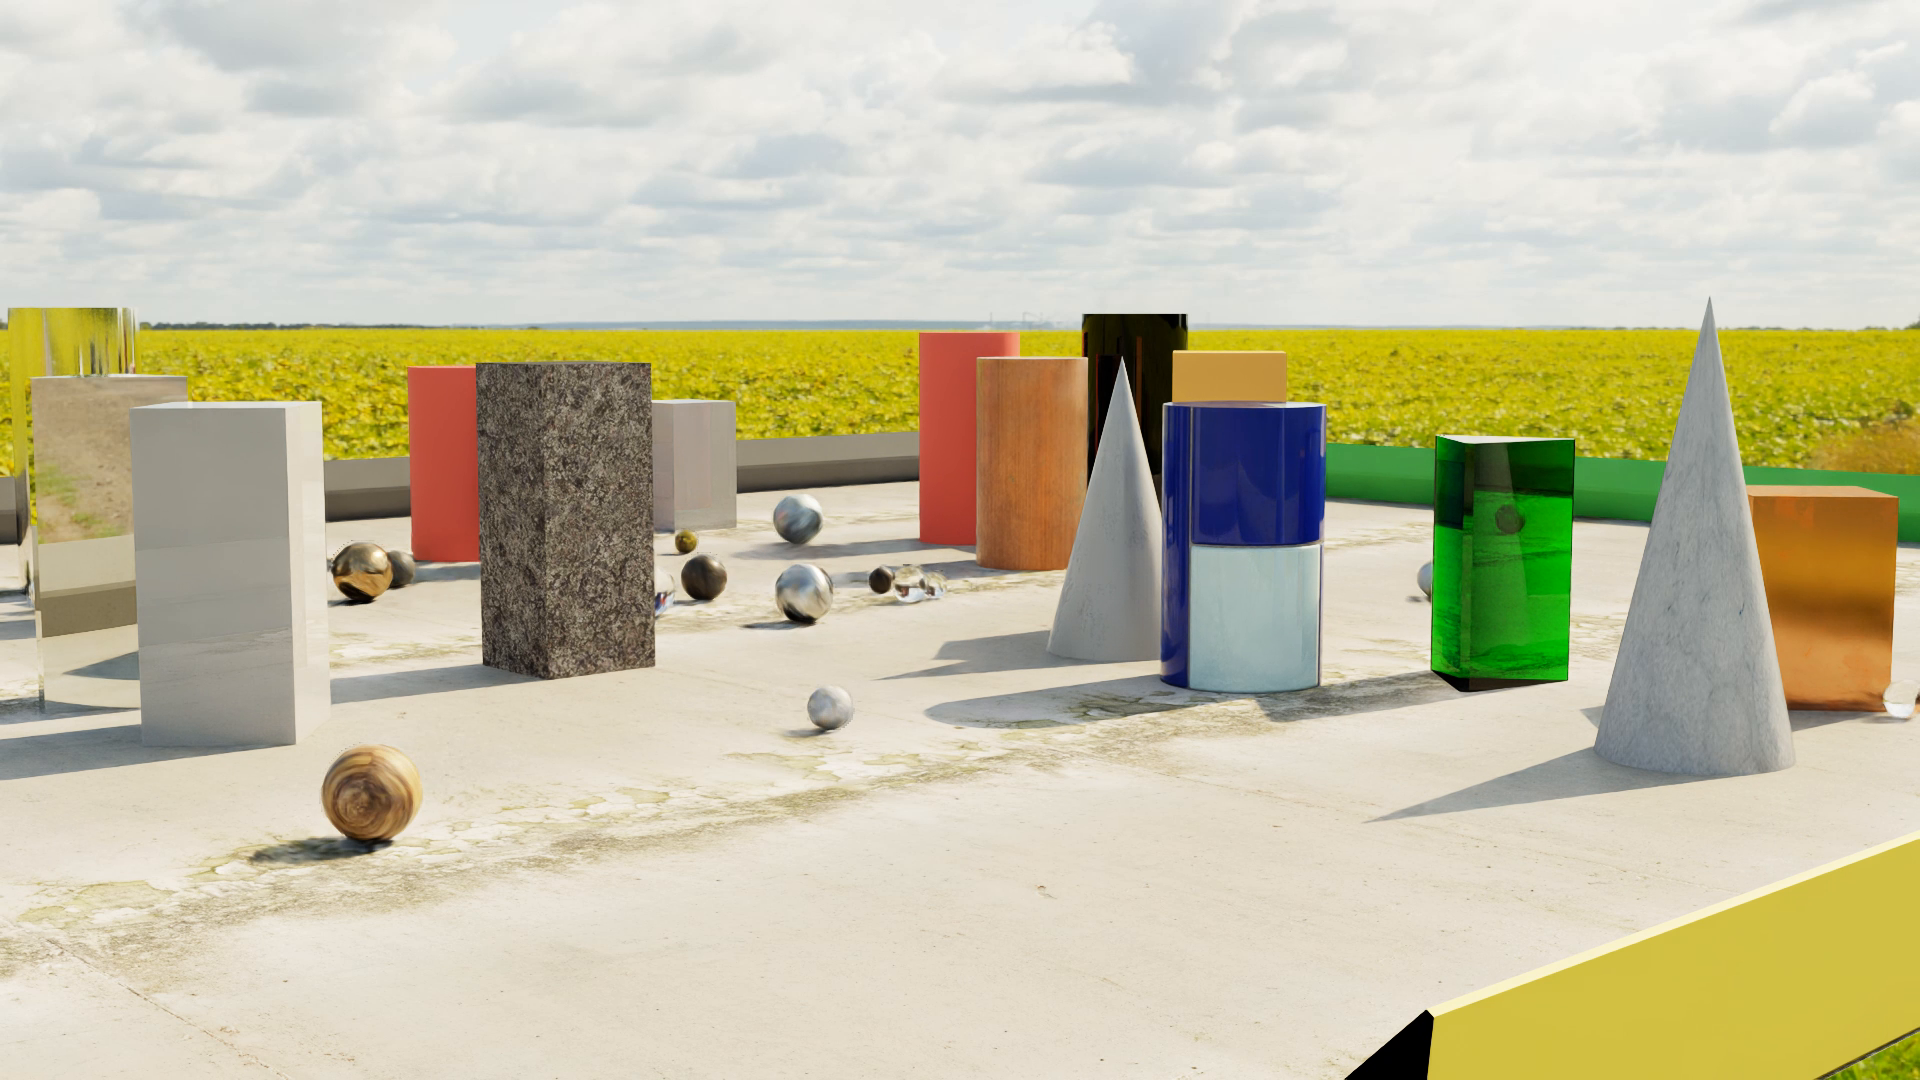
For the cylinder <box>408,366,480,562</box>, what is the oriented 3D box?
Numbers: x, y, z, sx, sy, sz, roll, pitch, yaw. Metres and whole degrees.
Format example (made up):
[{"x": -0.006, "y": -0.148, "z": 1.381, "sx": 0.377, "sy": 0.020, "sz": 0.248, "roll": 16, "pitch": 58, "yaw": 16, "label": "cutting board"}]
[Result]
[{"x": -0.893, "y": -0.141, "z": 3.966, "sx": 0.194, "sy": 0.342, "sz": 0.194, "roll": 0, "pitch": 6, "yaw": 0, "label": "cylinder"}]

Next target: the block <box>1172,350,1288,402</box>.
[{"x": 0.376, "y": -0.072, "z": 3.098, "sx": 0.155, "sy": 0.385, "sz": 0.155, "roll": 1, "pitch": 6, "yaw": 6, "label": "block"}]

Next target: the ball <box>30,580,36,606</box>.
[{"x": -1.348, "y": 0.077, "z": 3.256, "sx": 0.055, "sy": 0.055, "sz": 0.055, "roll": 0, "pitch": 6, "yaw": 0, "label": "ball"}]

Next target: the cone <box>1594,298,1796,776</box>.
[{"x": 0.735, "y": -0.013, "z": 2.180, "sx": 0.194, "sy": 0.460, "sz": 0.194, "roll": 0, "pitch": 6, "yaw": 0, "label": "cone"}]

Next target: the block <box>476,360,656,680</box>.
[{"x": -0.490, "y": -0.031, "z": 2.736, "sx": 0.155, "sy": 0.379, "sz": 0.155, "roll": -5, "pitch": 8, "yaw": -42, "label": "block"}]

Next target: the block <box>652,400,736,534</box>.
[{"x": -0.565, "y": -0.153, "z": 4.480, "sx": 0.155, "sy": 0.258, "sz": 0.155, "roll": -6, "pitch": 8, "yaw": -43, "label": "block"}]

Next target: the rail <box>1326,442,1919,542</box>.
[{"x": 1.420, "y": -0.104, "z": 4.635, "sx": 0.045, "sy": 0.126, "sz": 3.730, "roll": -6, "pitch": 8, "yaw": -42, "label": "rail"}]

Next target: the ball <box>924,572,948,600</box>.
[{"x": -0.040, "y": 0.070, "z": 3.384, "sx": 0.043, "sy": 0.043, "sz": 0.043, "roll": 0, "pitch": 6, "yaw": 0, "label": "ball"}]

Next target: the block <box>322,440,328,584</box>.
[{"x": -1.117, "y": -0.045, "z": 3.484, "sx": 0.155, "sy": 0.251, "sz": 0.155, "roll": 5, "pitch": 8, "yaw": 42, "label": "block"}]

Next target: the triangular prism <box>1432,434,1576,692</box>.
[{"x": 0.623, "y": 0.022, "z": 2.653, "sx": 0.168, "sy": 0.291, "sz": 0.145, "roll": -3, "pitch": 7, "yaw": -30, "label": "triangular prism"}]

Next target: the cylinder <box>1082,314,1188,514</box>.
[{"x": 0.317, "y": -0.193, "z": 4.004, "sx": 0.194, "sy": 0.437, "sz": 0.194, "roll": 0, "pitch": 6, "yaw": 0, "label": "cylinder"}]

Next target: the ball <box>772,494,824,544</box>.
[{"x": -0.307, "y": -0.041, "z": 4.182, "sx": 0.097, "sy": 0.097, "sz": 0.097, "roll": 0, "pitch": 6, "yaw": 0, "label": "ball"}]

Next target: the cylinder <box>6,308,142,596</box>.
[{"x": -1.394, "y": -0.144, "z": 3.482, "sx": 0.194, "sy": 0.447, "sz": 0.194, "roll": 0, "pitch": 6, "yaw": 0, "label": "cylinder"}]

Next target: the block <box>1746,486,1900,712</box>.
[{"x": 0.962, "y": 0.063, "z": 2.511, "sx": 0.155, "sy": 0.239, "sz": 0.155, "roll": 1, "pitch": 6, "yaw": 6, "label": "block"}]

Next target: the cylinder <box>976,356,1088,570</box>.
[{"x": 0.125, "y": -0.137, "z": 3.833, "sx": 0.194, "sy": 0.360, "sz": 0.194, "roll": 0, "pitch": 6, "yaw": 0, "label": "cylinder"}]

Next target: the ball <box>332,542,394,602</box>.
[{"x": -0.913, "y": 0.048, "z": 3.363, "sx": 0.091, "sy": 0.091, "sz": 0.091, "roll": 0, "pitch": 6, "yaw": 0, "label": "ball"}]

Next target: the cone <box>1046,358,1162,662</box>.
[{"x": 0.210, "y": -0.047, "z": 2.865, "sx": 0.194, "sy": 0.384, "sz": 0.194, "roll": 0, "pitch": 6, "yaw": 0, "label": "cone"}]

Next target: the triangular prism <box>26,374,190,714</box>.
[{"x": -0.965, "y": -0.002, "z": 2.507, "sx": 0.168, "sy": 0.370, "sz": 0.145, "roll": -3, "pitch": 7, "yaw": -23, "label": "triangular prism"}]

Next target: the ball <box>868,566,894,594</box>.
[{"x": -0.122, "y": 0.063, "z": 3.450, "sx": 0.043, "sy": 0.043, "sz": 0.043, "roll": 0, "pitch": 6, "yaw": 0, "label": "ball"}]

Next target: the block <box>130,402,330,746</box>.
[{"x": -0.762, "y": 0.031, "z": 2.309, "sx": 0.155, "sy": 0.345, "sz": 0.155, "roll": 0, "pitch": 6, "yaw": -3, "label": "block"}]

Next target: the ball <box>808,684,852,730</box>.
[{"x": -0.138, "y": 0.178, "z": 2.334, "sx": 0.048, "sy": 0.048, "sz": 0.048, "roll": 0, "pitch": 6, "yaw": 0, "label": "ball"}]

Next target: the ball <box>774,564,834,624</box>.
[{"x": -0.222, "y": 0.076, "z": 3.128, "sx": 0.085, "sy": 0.085, "sz": 0.085, "roll": 0, "pitch": 6, "yaw": 0, "label": "ball"}]

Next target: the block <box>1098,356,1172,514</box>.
[{"x": 0.374, "y": -0.182, "z": 4.297, "sx": 0.155, "sy": 0.353, "sz": 0.155, "roll": -3, "pitch": 7, "yaw": -26, "label": "block"}]

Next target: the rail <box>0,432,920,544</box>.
[{"x": -1.249, "y": -0.109, "z": 4.678, "sx": 3.911, "sy": 0.126, "sz": 0.045, "roll": -6, "pitch": 8, "yaw": -42, "label": "rail"}]

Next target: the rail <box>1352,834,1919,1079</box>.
[{"x": 1.249, "y": 0.174, "z": 1.986, "sx": 3.911, "sy": 0.126, "sz": 0.045, "roll": -6, "pitch": 8, "yaw": -42, "label": "rail"}]

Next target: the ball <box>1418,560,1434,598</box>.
[{"x": 0.738, "y": 0.060, "z": 3.404, "sx": 0.059, "sy": 0.059, "sz": 0.059, "roll": 0, "pitch": 6, "yaw": 0, "label": "ball"}]

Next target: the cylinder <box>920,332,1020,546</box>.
[{"x": 0.018, "y": -0.199, "z": 4.236, "sx": 0.194, "sy": 0.400, "sz": 0.194, "roll": 0, "pitch": 6, "yaw": 0, "label": "cylinder"}]

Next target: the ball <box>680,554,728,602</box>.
[{"x": -0.392, "y": 0.058, "z": 3.365, "sx": 0.071, "sy": 0.071, "sz": 0.071, "roll": 0, "pitch": 6, "yaw": 0, "label": "ball"}]

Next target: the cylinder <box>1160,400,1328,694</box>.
[{"x": 0.338, "y": 0.004, "z": 2.631, "sx": 0.194, "sy": 0.332, "sz": 0.194, "roll": 0, "pitch": 6, "yaw": 0, "label": "cylinder"}]

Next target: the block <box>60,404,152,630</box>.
[{"x": -1.193, "y": -0.037, "z": 3.140, "sx": 0.155, "sy": 0.307, "sz": 0.155, "roll": -2, "pitch": 6, "yaw": -21, "label": "block"}]

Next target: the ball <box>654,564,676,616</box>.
[{"x": -0.450, "y": 0.073, "z": 3.193, "sx": 0.076, "sy": 0.076, "sz": 0.076, "roll": 0, "pitch": 6, "yaw": 0, "label": "ball"}]

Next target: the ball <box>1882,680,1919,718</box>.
[{"x": 1.031, "y": 0.173, "z": 2.401, "sx": 0.043, "sy": 0.043, "sz": 0.043, "roll": 0, "pitch": 6, "yaw": 0, "label": "ball"}]

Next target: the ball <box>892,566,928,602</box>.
[{"x": -0.076, "y": 0.067, "z": 3.349, "sx": 0.057, "sy": 0.057, "sz": 0.057, "roll": 0, "pitch": 6, "yaw": 0, "label": "ball"}]

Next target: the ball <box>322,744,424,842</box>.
[{"x": -0.492, "y": 0.212, "z": 1.842, "sx": 0.082, "sy": 0.082, "sz": 0.082, "roll": 0, "pitch": 6, "yaw": 0, "label": "ball"}]

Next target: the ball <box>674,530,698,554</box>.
[{"x": -0.500, "y": 0.004, "z": 4.016, "sx": 0.042, "sy": 0.042, "sz": 0.042, "roll": 0, "pitch": 6, "yaw": 0, "label": "ball"}]

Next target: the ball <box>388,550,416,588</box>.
[{"x": -0.905, "y": 0.046, "z": 3.532, "sx": 0.059, "sy": 0.059, "sz": 0.059, "roll": 0, "pitch": 6, "yaw": 0, "label": "ball"}]
